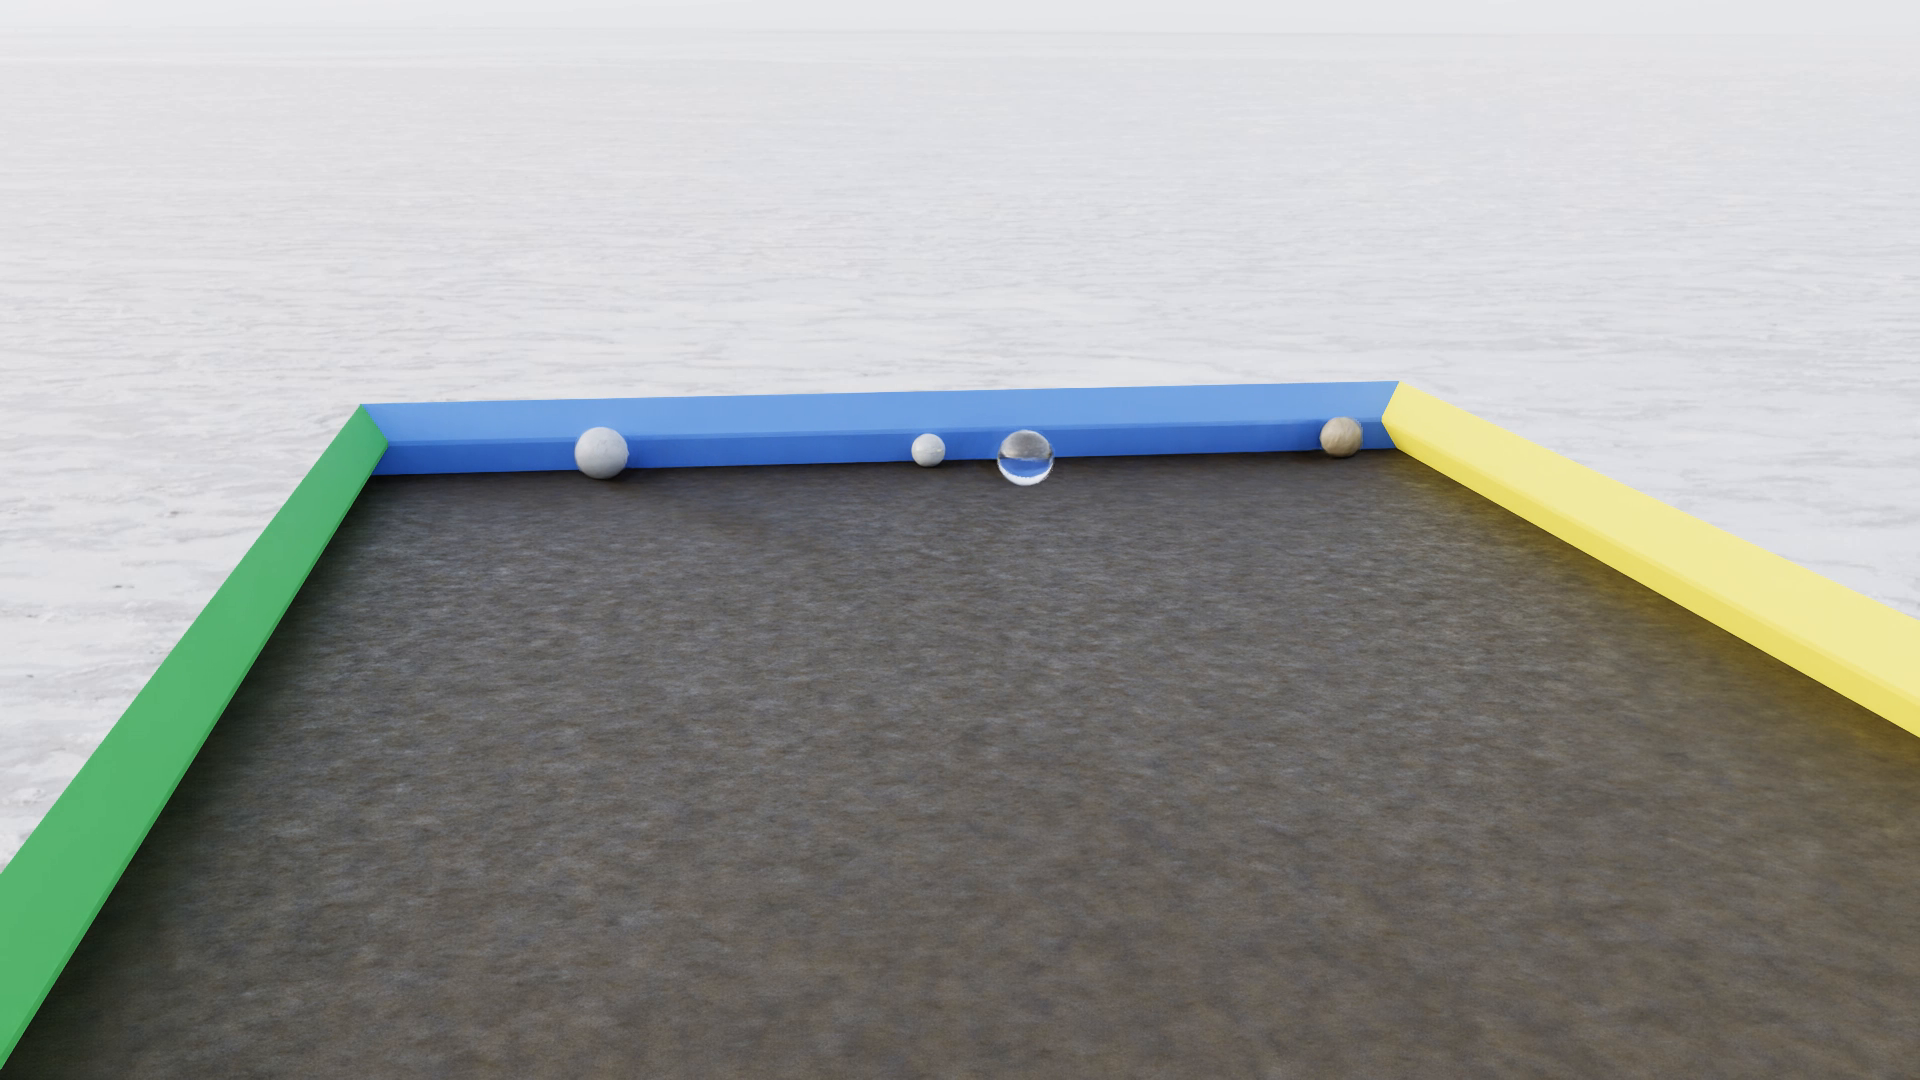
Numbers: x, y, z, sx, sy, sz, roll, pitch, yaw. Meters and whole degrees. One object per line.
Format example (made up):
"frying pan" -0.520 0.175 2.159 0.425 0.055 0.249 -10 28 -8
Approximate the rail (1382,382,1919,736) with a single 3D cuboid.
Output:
"rail" 0.923 0.121 2.264 0.045 0.113 2.984 -2 13 -8

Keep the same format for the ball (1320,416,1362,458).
"ball" 0.628 -0.169 3.624 0.069 0.069 0.069 0 13 0

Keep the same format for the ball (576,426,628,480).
"ball" -0.562 -0.136 3.450 0.083 0.083 0.083 0 13 0

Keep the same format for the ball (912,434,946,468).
"ball" -0.051 -0.145 3.547 0.055 0.055 0.055 0 13 0

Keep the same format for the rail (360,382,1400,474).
"rail" -0.100 -0.180 3.570 1.703 0.113 0.045 -2 13 -8

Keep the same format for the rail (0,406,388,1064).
"rail" -0.717 0.172 2.042 0.045 0.113 2.984 -2 13 -8

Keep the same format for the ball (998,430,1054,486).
"ball" 0.101 -0.127 3.401 0.087 0.087 0.087 0 13 0
